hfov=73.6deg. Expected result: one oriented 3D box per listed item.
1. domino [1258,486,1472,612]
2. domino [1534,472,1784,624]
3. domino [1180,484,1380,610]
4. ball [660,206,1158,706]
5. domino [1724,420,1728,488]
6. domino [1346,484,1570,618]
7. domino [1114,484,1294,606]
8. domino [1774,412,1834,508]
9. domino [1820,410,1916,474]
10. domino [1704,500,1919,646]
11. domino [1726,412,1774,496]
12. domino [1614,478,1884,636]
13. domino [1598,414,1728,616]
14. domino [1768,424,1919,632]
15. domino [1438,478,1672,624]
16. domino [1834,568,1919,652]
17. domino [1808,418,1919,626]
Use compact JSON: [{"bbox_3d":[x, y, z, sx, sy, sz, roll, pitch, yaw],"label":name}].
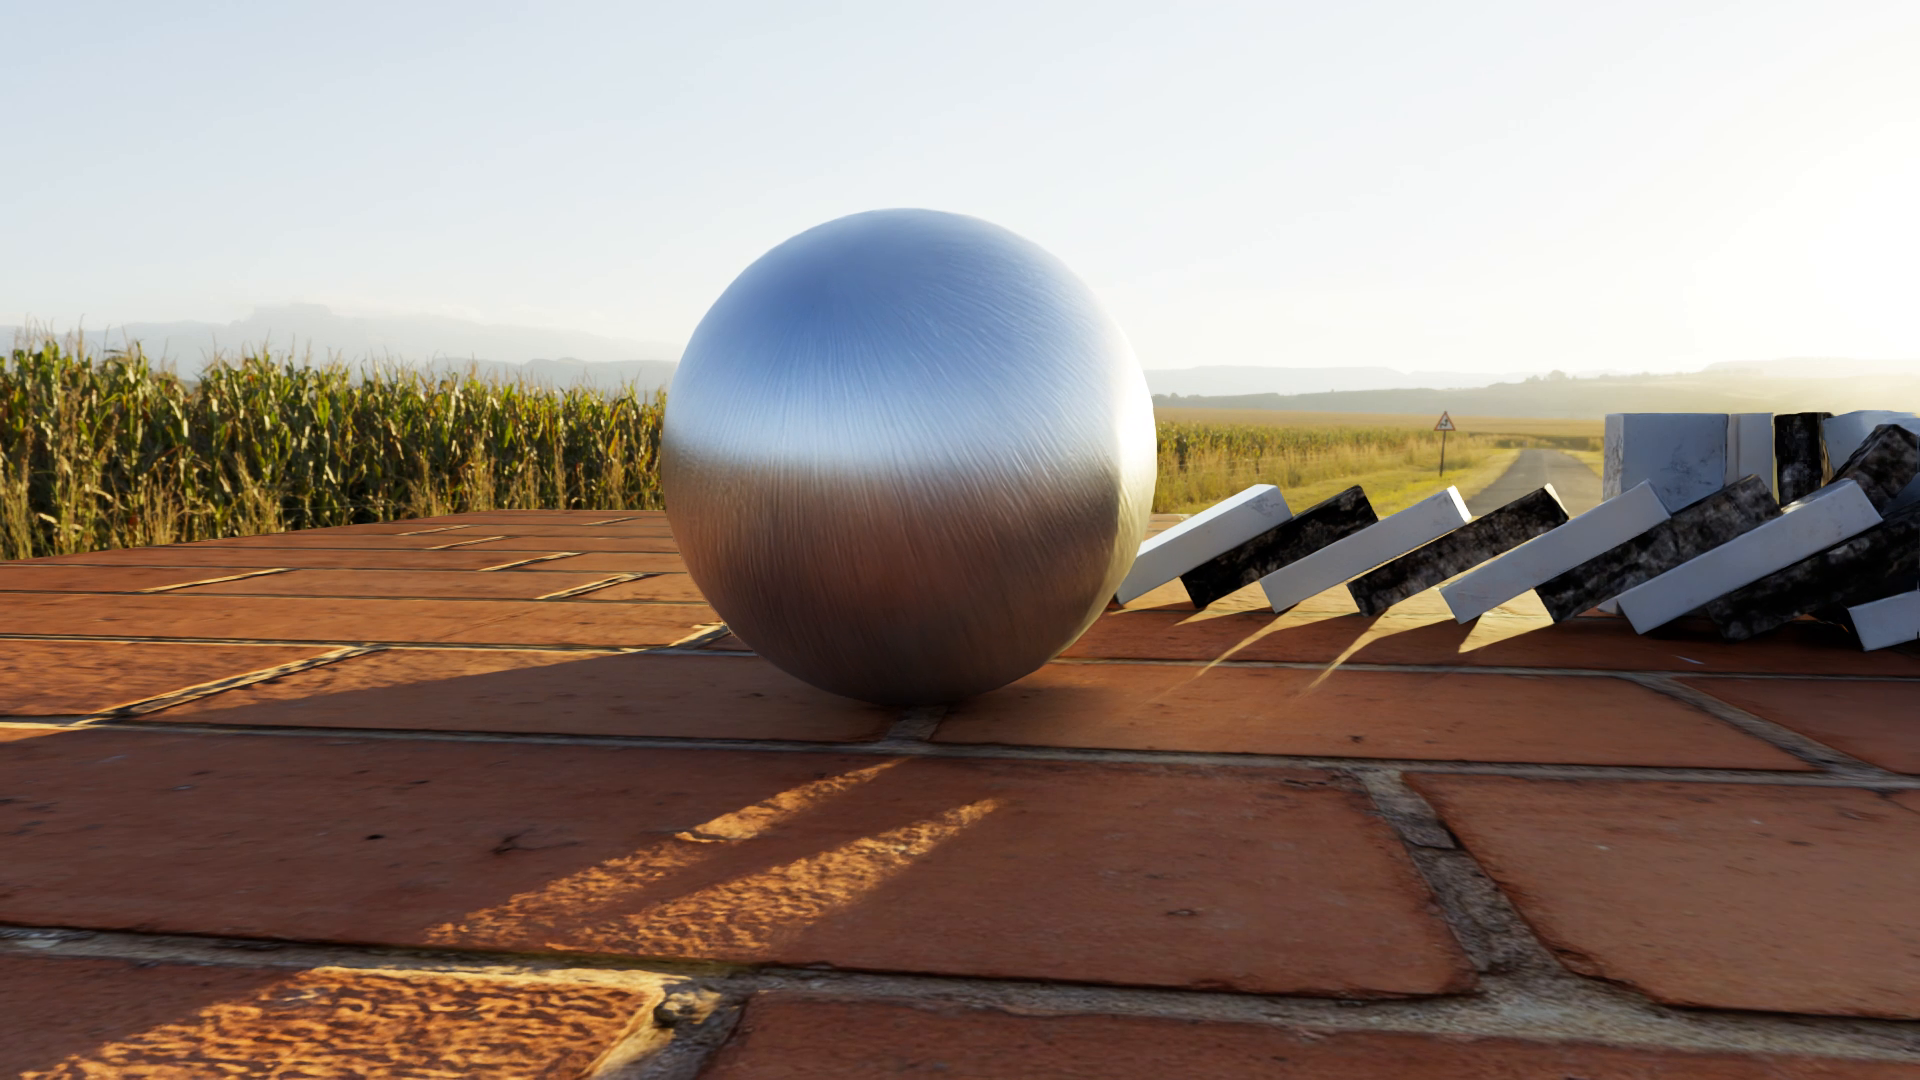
[{"bbox_3d":[0.102,0.002,0.324,0.050,0.009,0.025,-29,-8,23],"label":"domino"},{"bbox_3d":[0.157,0.002,0.291,0.050,0.009,0.025,-34,-13,27],"label":"domino"},{"bbox_3d":[0.083,0.002,0.335,0.050,0.010,0.025,-28,-3,15],"label":"domino"},{"bbox_3d":[-0.008,-0.013,0.210,0.080,0.080,0.080,0,4,0],"label":"ball"},{"bbox_3d":[0.186,-0.008,0.339,0.009,0.050,0.025,-3,5,-31],"label":"domino"},{"bbox_3d":[0.121,0.003,0.313,0.050,0.009,0.025,-31,-10,26],"label":"domino"},{"bbox_3d":[0.062,0.001,0.344,0.050,0.010,0.025,-27,2,3],"label":"domino"},{"bbox_3d":[0.224,-0.008,0.339,0.009,0.050,0.025,-3,1,42],"label":"domino"},{"bbox_3d":[0.237,-0.007,0.326,0.025,0.050,0.010,-1,-11,-27],"label":"domino"},{"bbox_3d":[0.185,0.006,0.271,0.050,0.009,0.025,-31,-12,28],"label":"domino"},{"bbox_3d":[0.206,-0.009,0.346,0.009,0.050,0.025,-2,3,-5],"label":"domino"},{"bbox_3d":[0.171,0.004,0.280,0.050,0.009,0.025,-34,-13,28],"label":"domino"},{"bbox_3d":[0.175,-0.007,0.321,0.025,0.050,0.009,0,4,2],"label":"domino"},{"bbox_3d":[0.198,-0.003,0.293,0.009,0.050,0.025,39,21,21],"label":"domino"},{"bbox_3d":[0.140,0.003,0.302,0.050,0.009,0.025,-34,-13,27],"label":"domino"},{"bbox_3d":[0.210,0.008,0.262,0.050,0.009,0.025,-22,-1,27],"label":"domino"},{"bbox_3d":[0.216,-0.004,0.295,0.009,0.050,0.025,28,0,-9],"label":"domino"}]
